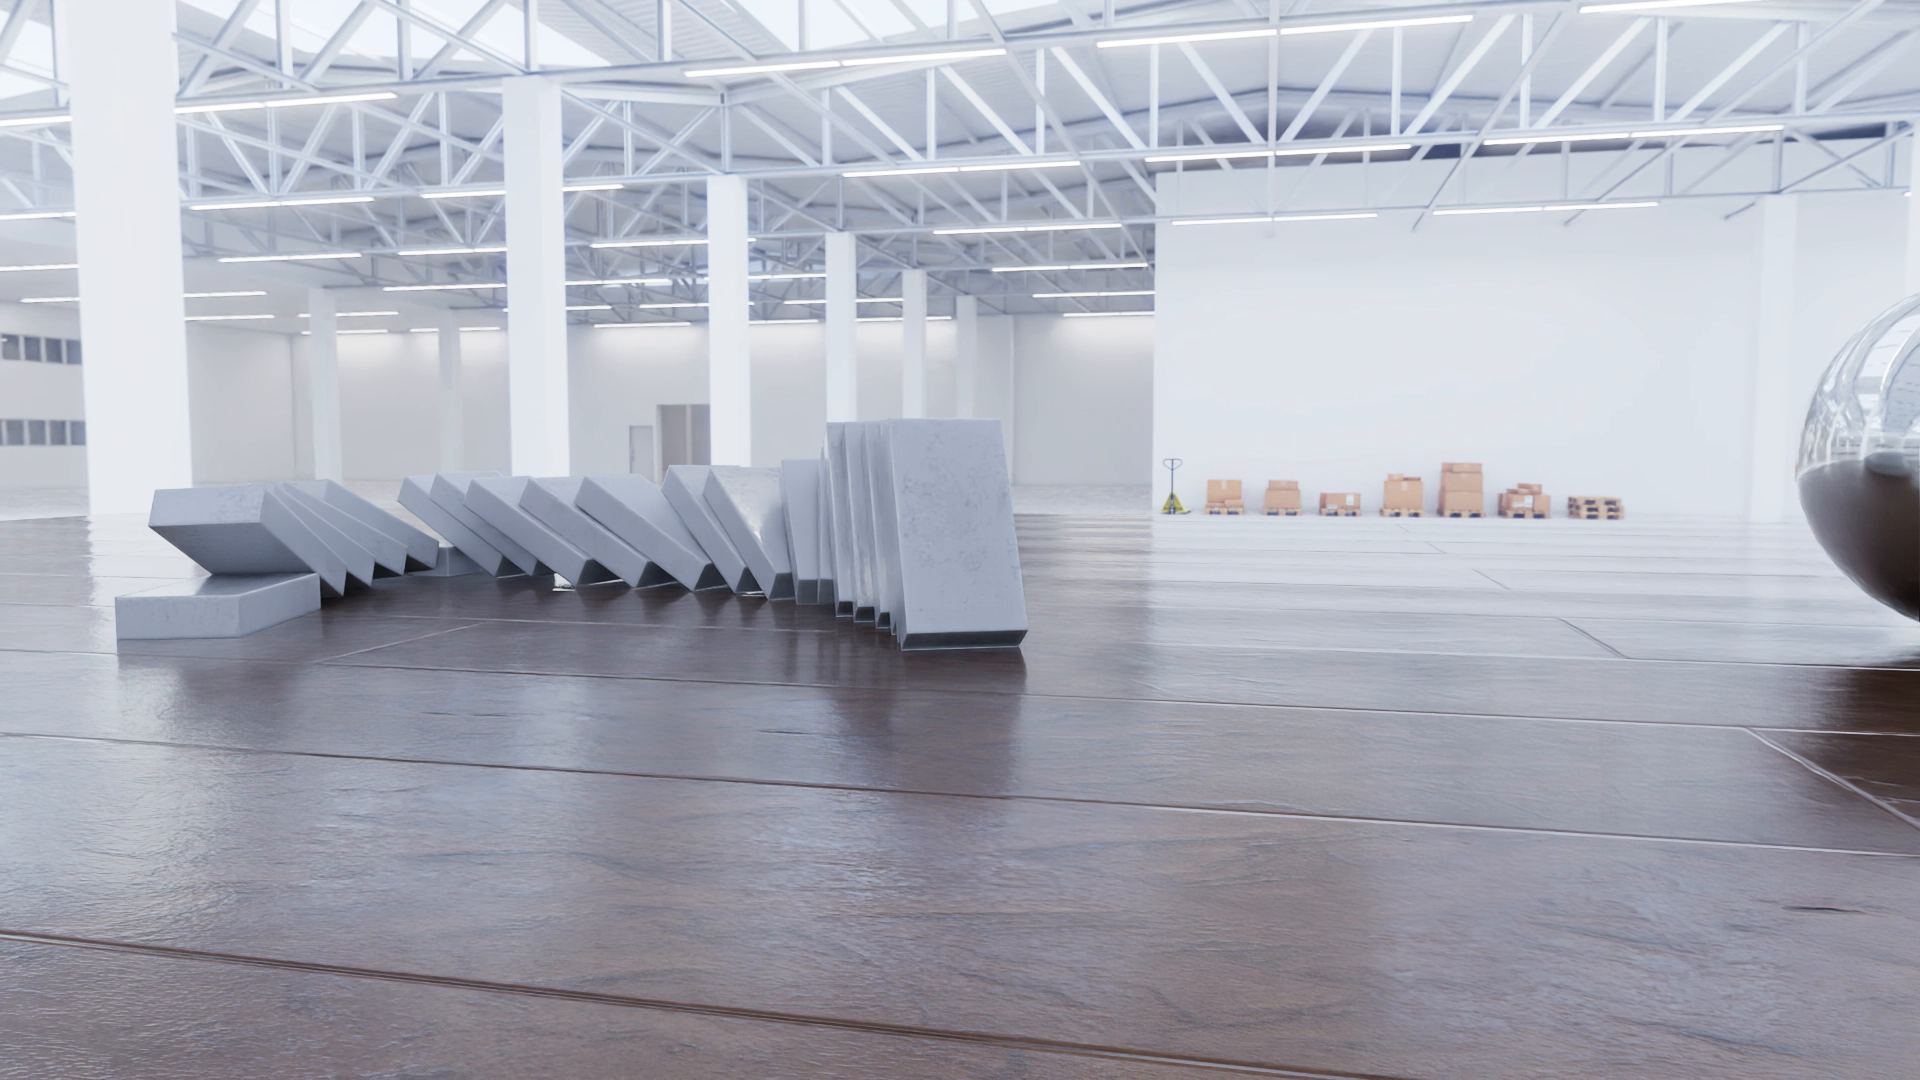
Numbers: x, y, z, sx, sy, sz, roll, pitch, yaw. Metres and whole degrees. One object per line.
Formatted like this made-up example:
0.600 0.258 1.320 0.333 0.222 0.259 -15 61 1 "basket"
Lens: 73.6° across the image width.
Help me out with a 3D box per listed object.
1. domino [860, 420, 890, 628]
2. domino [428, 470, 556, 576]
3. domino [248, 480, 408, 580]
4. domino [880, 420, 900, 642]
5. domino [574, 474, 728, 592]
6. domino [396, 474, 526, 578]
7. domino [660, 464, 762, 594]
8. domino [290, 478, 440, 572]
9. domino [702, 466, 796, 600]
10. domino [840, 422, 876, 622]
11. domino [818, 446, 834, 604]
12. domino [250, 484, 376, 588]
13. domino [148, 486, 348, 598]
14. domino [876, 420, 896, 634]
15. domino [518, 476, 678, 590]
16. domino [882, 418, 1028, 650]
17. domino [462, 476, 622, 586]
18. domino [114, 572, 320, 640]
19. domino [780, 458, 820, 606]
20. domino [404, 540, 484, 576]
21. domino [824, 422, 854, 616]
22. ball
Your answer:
-0.009 -0.004 0.306 0.025 0.050 0.009 -1 -26 -12 "domino"
-0.145 -0.006 0.416 0.050 0.010 0.025 32 17 21 "domino"
-0.186 -0.001 0.367 0.025 0.010 0.050 -6 -23 15 "domino"
-0.003 -0.003 0.284 0.025 0.050 0.010 -1 -26 -12 "domino"
-0.090 -0.003 0.388 0.050 0.009 0.025 34 17 19 "domino"
-0.160 -0.005 0.426 0.050 0.010 0.025 33 17 22 "domino"
-0.066 -0.004 0.383 0.025 0.010 0.050 -3 39 -42 "domino"
-0.185 -0.003 0.389 0.025 0.010 0.050 -6 -23 15 "domino"
-0.053 -0.003 0.370 0.025 0.010 0.050 -3 39 -36 "domino"
-0.015 -0.005 0.315 0.025 0.050 0.010 -1 -26 -12 "domino"
-0.025 -0.004 0.343 0.025 0.009 0.050 4 45 -10 "domino"
-0.183 0.000 0.346 0.025 0.010 0.050 -4 -23 4 "domino"
-0.178 0.002 0.324 0.025 0.010 0.050 -2 -23 -4 "domino"
-0.005 -0.004 0.295 0.025 0.050 0.009 -1 -26 -12 "domino"
-0.108 -0.003 0.395 0.050 0.010 0.025 32 16 19 "domino"
-0.002 -0.002 0.274 0.025 0.050 0.009 -1 -26 -12 "domino"
-0.127 -0.004 0.400 0.050 0.010 0.025 32 17 19 "domino"
-0.174 0.015 0.304 0.025 0.010 0.050 -1 4 -8 "domino"
-0.035 -0.003 0.356 0.025 0.010 0.050 -1 42 -14 "domino"
-0.185 0.006 0.430 0.050 0.010 0.025 1 4 15 "domino"
-0.020 -0.006 0.326 0.025 0.050 0.010 -1 -26 -12 "domino"
0.224 -0.018 0.272 0.080 0.080 0.080 0 4 0 "ball"
